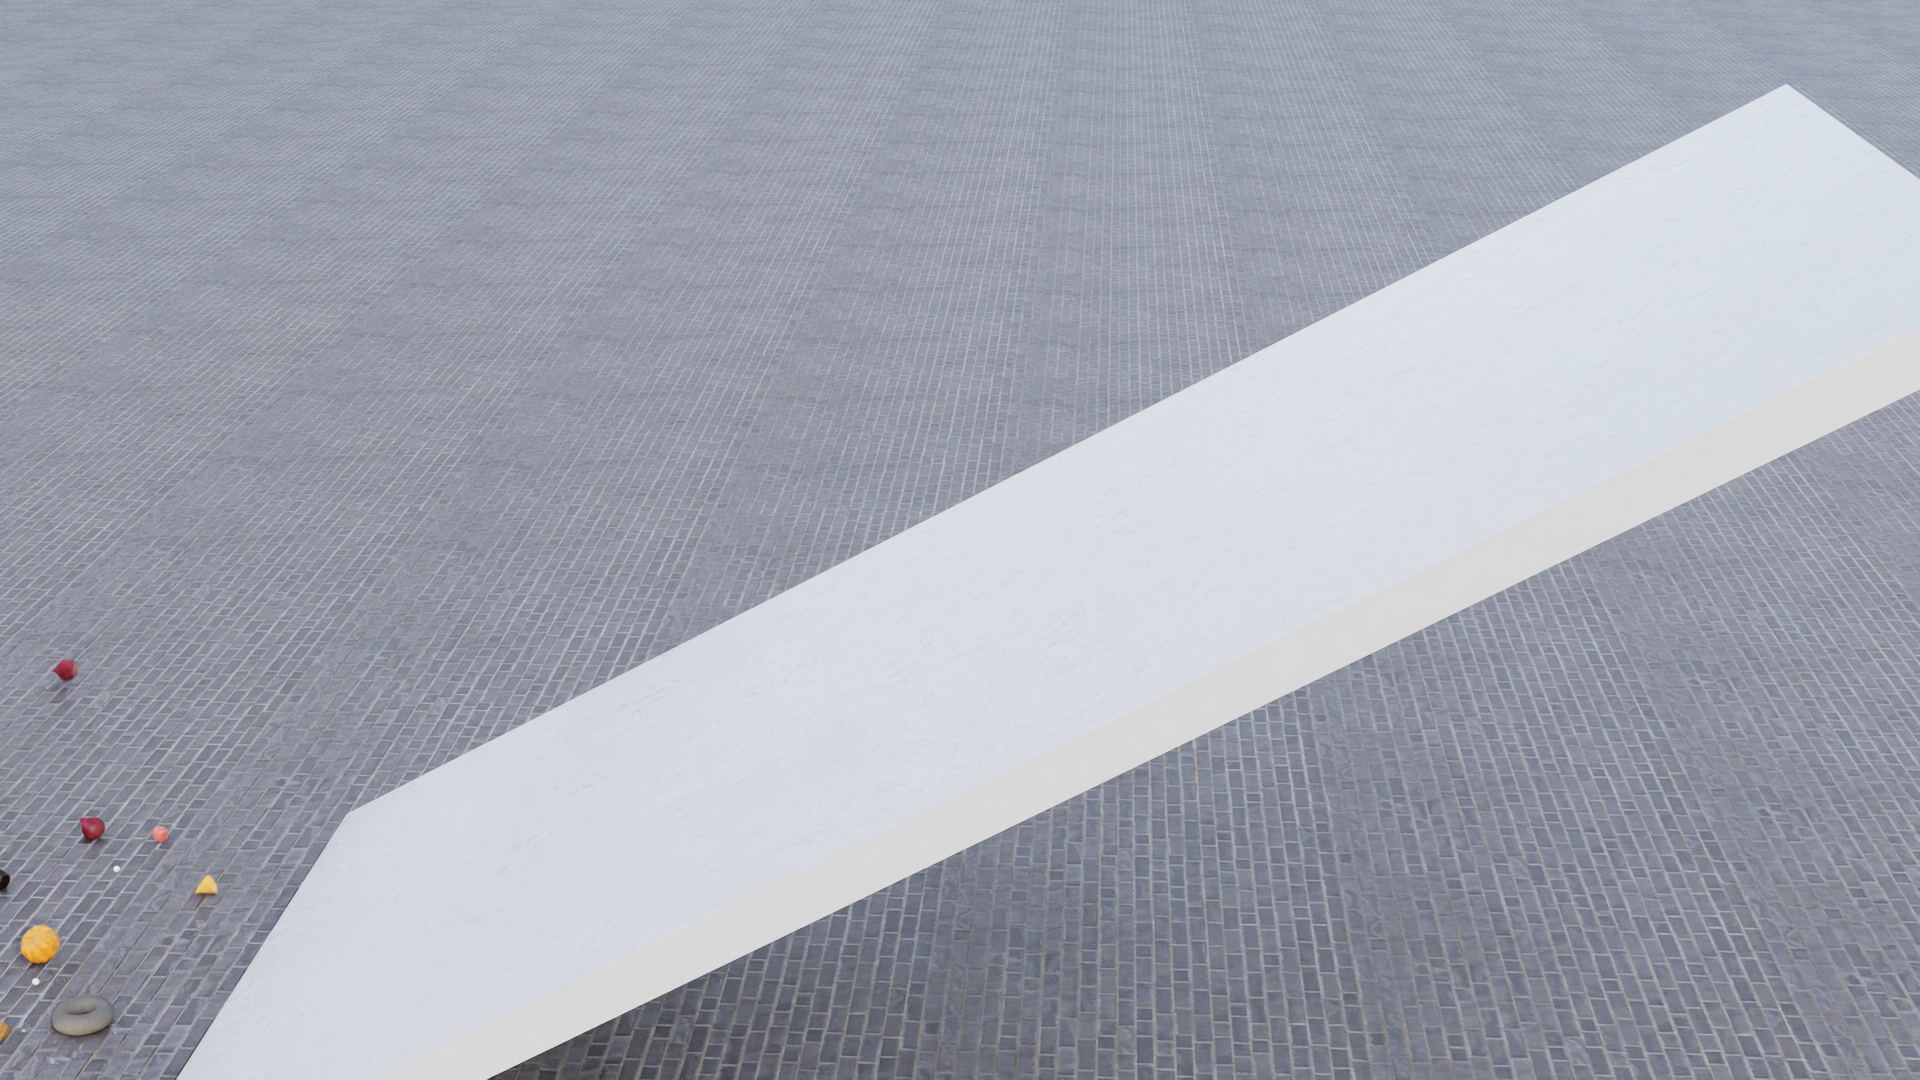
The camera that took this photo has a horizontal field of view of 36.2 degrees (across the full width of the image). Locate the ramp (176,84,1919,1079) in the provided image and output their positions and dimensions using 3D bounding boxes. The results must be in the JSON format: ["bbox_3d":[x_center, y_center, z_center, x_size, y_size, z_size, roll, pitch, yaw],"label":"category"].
[{"bbox_3d":[0.141,0.167,6.282,4.000,0.100,2.000,-27,14,11],"label":"ramp"}]

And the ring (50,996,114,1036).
[{"bbox_3d":[-1.985,1.075,6.653,0.139,0.046,0.139,0,19,0],"label":"ring"}]

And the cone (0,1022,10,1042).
[{"bbox_3d":[-2.158,1.117,6.547,0.069,0.069,0.069,0,44,1],"label":"cone"}]
